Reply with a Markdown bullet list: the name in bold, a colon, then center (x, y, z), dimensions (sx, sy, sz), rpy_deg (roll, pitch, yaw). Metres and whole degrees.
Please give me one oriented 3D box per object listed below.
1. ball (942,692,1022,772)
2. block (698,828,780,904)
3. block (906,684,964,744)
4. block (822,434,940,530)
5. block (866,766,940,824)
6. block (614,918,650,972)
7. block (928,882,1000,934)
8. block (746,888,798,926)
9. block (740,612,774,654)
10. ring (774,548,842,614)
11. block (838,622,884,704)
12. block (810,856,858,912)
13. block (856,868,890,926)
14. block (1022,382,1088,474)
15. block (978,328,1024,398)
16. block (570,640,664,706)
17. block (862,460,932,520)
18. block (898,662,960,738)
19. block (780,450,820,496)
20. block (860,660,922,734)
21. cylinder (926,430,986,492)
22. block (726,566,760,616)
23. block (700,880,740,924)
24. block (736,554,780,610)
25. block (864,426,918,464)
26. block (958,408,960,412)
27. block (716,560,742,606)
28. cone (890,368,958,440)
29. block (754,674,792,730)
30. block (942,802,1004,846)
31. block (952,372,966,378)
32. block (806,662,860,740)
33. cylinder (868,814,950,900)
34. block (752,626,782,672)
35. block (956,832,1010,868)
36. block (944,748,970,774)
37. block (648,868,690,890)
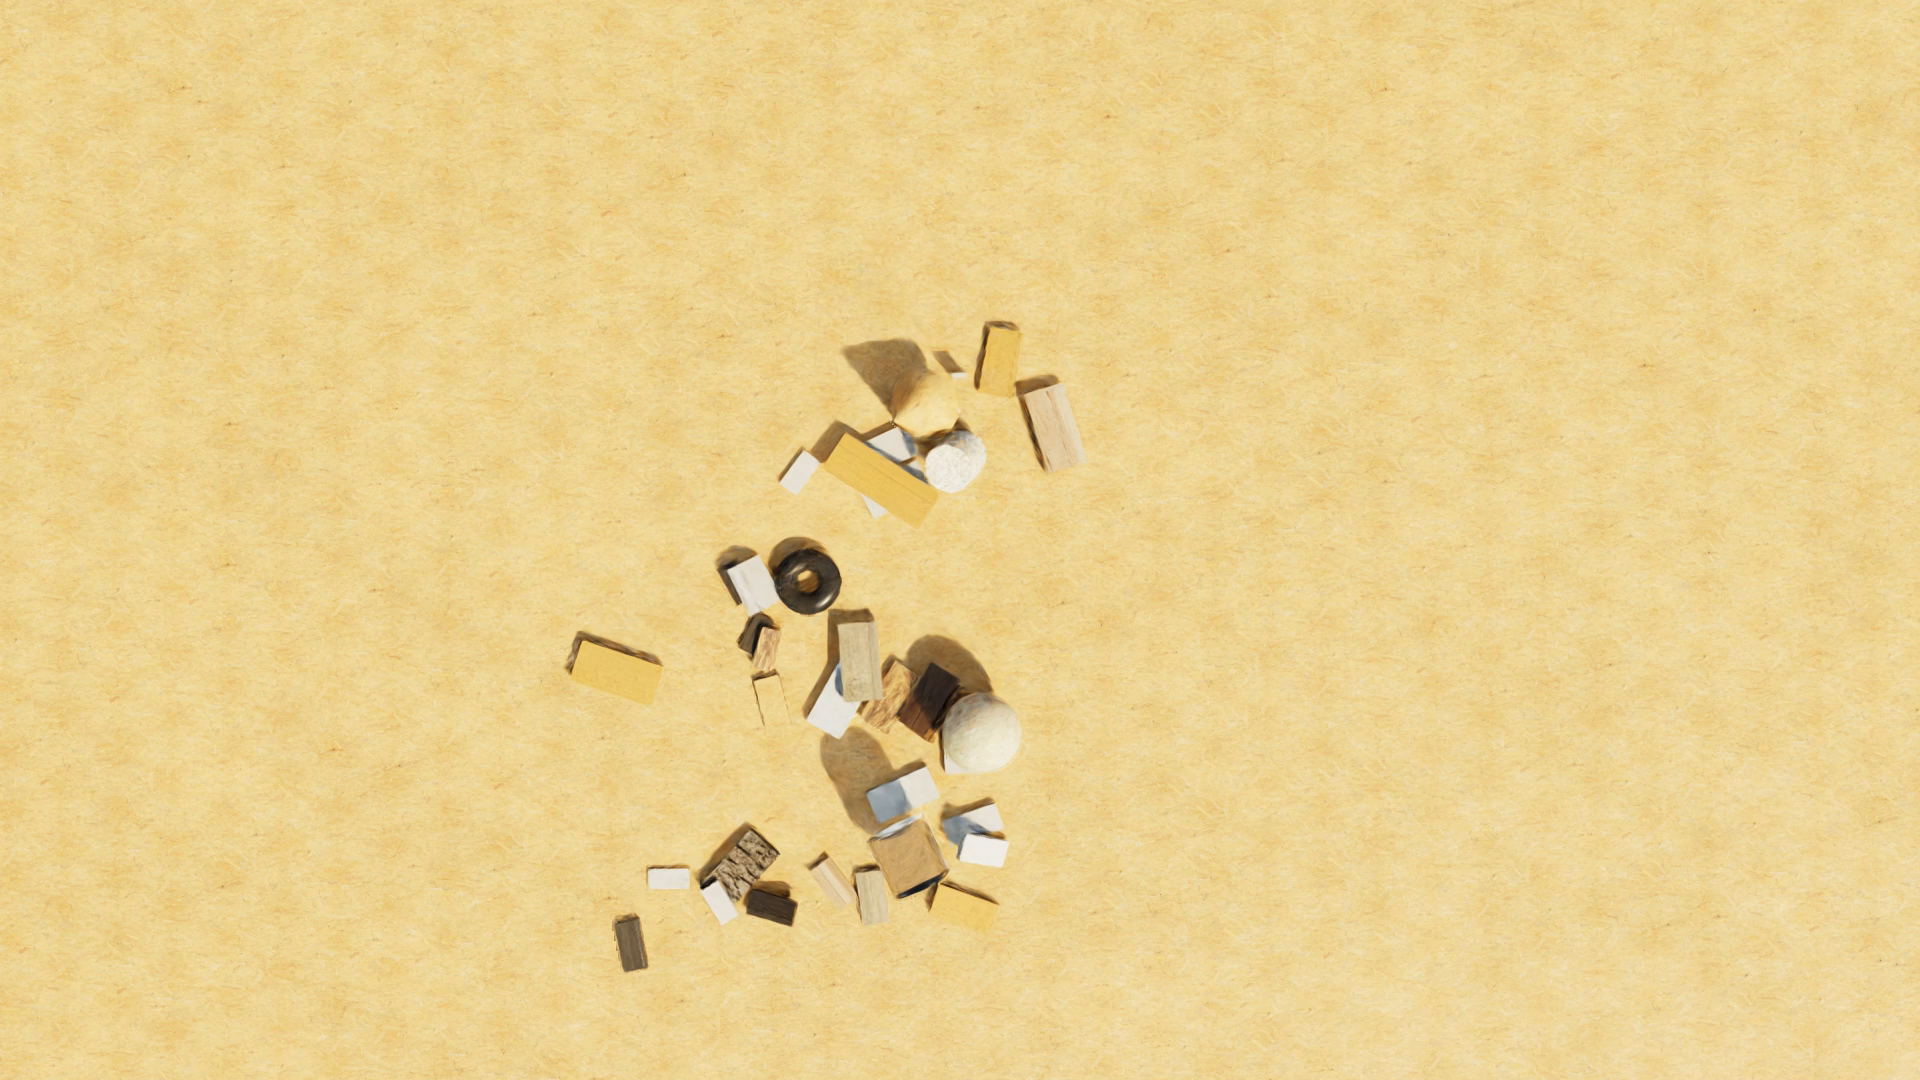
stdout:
- **ball**: center (0.070, 0.624, 5.337), dimensions (0.258, 0.258, 0.258), rpy_deg (0, 90, 0)
- **block**: center (-0.733, 1.097, 5.482), dimensions (0.129, 0.036, 0.257), rpy_deg (42, 90, 0)
- **block**: center (-0.083, 0.555, 5.465), dimensions (0.105, 0.030, 0.211), rpy_deg (31, 90, 24)
- **block**: center (-0.258, -0.194, 5.428), dimensions (0.375, 0.039, 0.138), rpy_deg (33, 85, 7)
- **block**: center (-0.190, 0.846, 5.484), dimensions (0.222, 0.031, 0.111), rpy_deg (-24, 90, 0)
- **block**: center (-1.092, 1.348, 5.488), dimensions (0.082, 0.023, 0.165), rpy_deg (-11, 90, 0)
- **block**: center (0.013, 1.227, 5.485), dimensions (0.211, 0.030, 0.105), rpy_deg (19, 90, 0)
- **block**: center (-0.623, 1.218, 5.466), dimensions (0.165, 0.023, 0.082), rpy_deg (12, 91, 15)
- **block**: center (-0.677, 0.314, 5.491), dimensions (0.066, 0.019, 0.132), rpy_deg (26, 90, 0)
- **ring**: center (-0.503, 0.138, 5.464), dimensions (0.221, 0.074, 0.221), rpy_deg (0, 91, -1)
- **block**: center (-0.329, 0.403, 5.445), dimensions (0.129, 0.036, 0.257), rpy_deg (-5, 82, -5)
- **block**: center (-0.418, 1.144, 5.488), dimensions (0.082, 0.023, 0.165), rpy_deg (-37, 90, 0)
- **block**: center (-0.290, 1.188, 5.488), dimensions (0.088, 0.025, 0.176), rpy_deg (-9, 90, 0)
- **block**: center (0.315, -0.369, 5.470), dimensions (0.138, 0.039, 0.275), rpy_deg (-18, 90, -8)
- **block**: center (0.137, -0.588, 5.476), dimensions (0.109, 0.031, 0.219), rpy_deg (11, 90, 10)
- **block**: center (-1.140, 0.440, 5.480), dimensions (0.275, 0.039, 0.138), rpy_deg (18, 90, 0)
- **block**: center (-0.213, -0.167, 5.485), dimensions (0.219, 0.031, 0.109), rpy_deg (-28, 90, 0)
- **block**: center (-0.101, 0.528, 5.444), dimensions (0.111, 0.031, 0.222), rpy_deg (30, 90, 24)
- **block**: center (-0.532, -0.223, 5.490), dimensions (0.069, 0.020, 0.138), rpy_deg (37, 90, 0)
- **block**: center (-0.227, 0.524, 5.484), dimensions (0.111, 0.031, 0.222), rpy_deg (33, 90, 0)
- **cylinder**: center (-0.013, -0.259, 5.391), dimensions (0.160, 0.160, 0.160), rpy_deg (7, 114, 16)
- **block**: center (-0.695, 0.158, 5.465), dimensions (0.085, 0.024, 0.170), rpy_deg (-27, 90, -37)
- **block**: center (-0.793, 1.199, 5.454), dimensions (0.066, 0.019, 0.132), rpy_deg (-32, 90, 0)
- **block**: center (-0.663, 0.141, 5.461), dimensions (0.085, 0.024, 0.170), rpy_deg (-31, 92, -39)
- **block**: center (-0.275, -0.283, 5.485), dimensions (0.256, 0.031, 0.109), rpy_deg (-25, 90, 0)
- **block**: center (-0.051, -0.418, 5.493), dimensions (0.097, 0.014, 0.049), rpy_deg (-39, 90, 0)
- **block**: center (-0.745, 0.143, 5.483), dimensions (0.069, 0.020, 0.138), rpy_deg (-30, 90, -13)
- **cone**: center (-0.164, -0.409, 5.290), dimensions (0.242, 0.242, 0.242), rpy_deg (7, 109, 22)
- **block**: center (-0.623, 0.540, 5.488), dimensions (0.085, 0.024, 0.170), rpy_deg (-14, 90, 0)
- **block**: center (0.043, 0.946, 5.488), dimensions (0.190, 0.025, 0.088), rpy_deg (-19, 90, 0)
- **block**: center (-0.003, -0.544, 5.451), dimensions (0.049, 0.097, 0.014), rpy_deg (0, 90, 0)
- **block**: center (-0.391, 0.518, 5.482), dimensions (0.129, 0.036, 0.257), rpy_deg (29, 90, 0)
- **cylinder**: center (-0.163, 1.009, 5.261), dimensions (0.200, 0.200, 0.200), rpy_deg (-26, 89, 0)
- **block**: center (-0.641, 0.361, 5.477), dimensions (0.069, 0.020, 0.138), rpy_deg (14, 93, -17)
- **block**: center (0.075, 1.023, 5.443), dimensions (0.176, 0.025, 0.088), rpy_deg (16, 90, -32)
- **block**: center (-0.002, 0.668, 5.485), dimensions (0.105, 0.030, 0.211), rpy_deg (-3, 90, 0)
- **block**: center (-0.968, 1.128, 5.491), dimensions (0.132, 0.019, 0.066), rpy_deg (-1, 90, 0)
